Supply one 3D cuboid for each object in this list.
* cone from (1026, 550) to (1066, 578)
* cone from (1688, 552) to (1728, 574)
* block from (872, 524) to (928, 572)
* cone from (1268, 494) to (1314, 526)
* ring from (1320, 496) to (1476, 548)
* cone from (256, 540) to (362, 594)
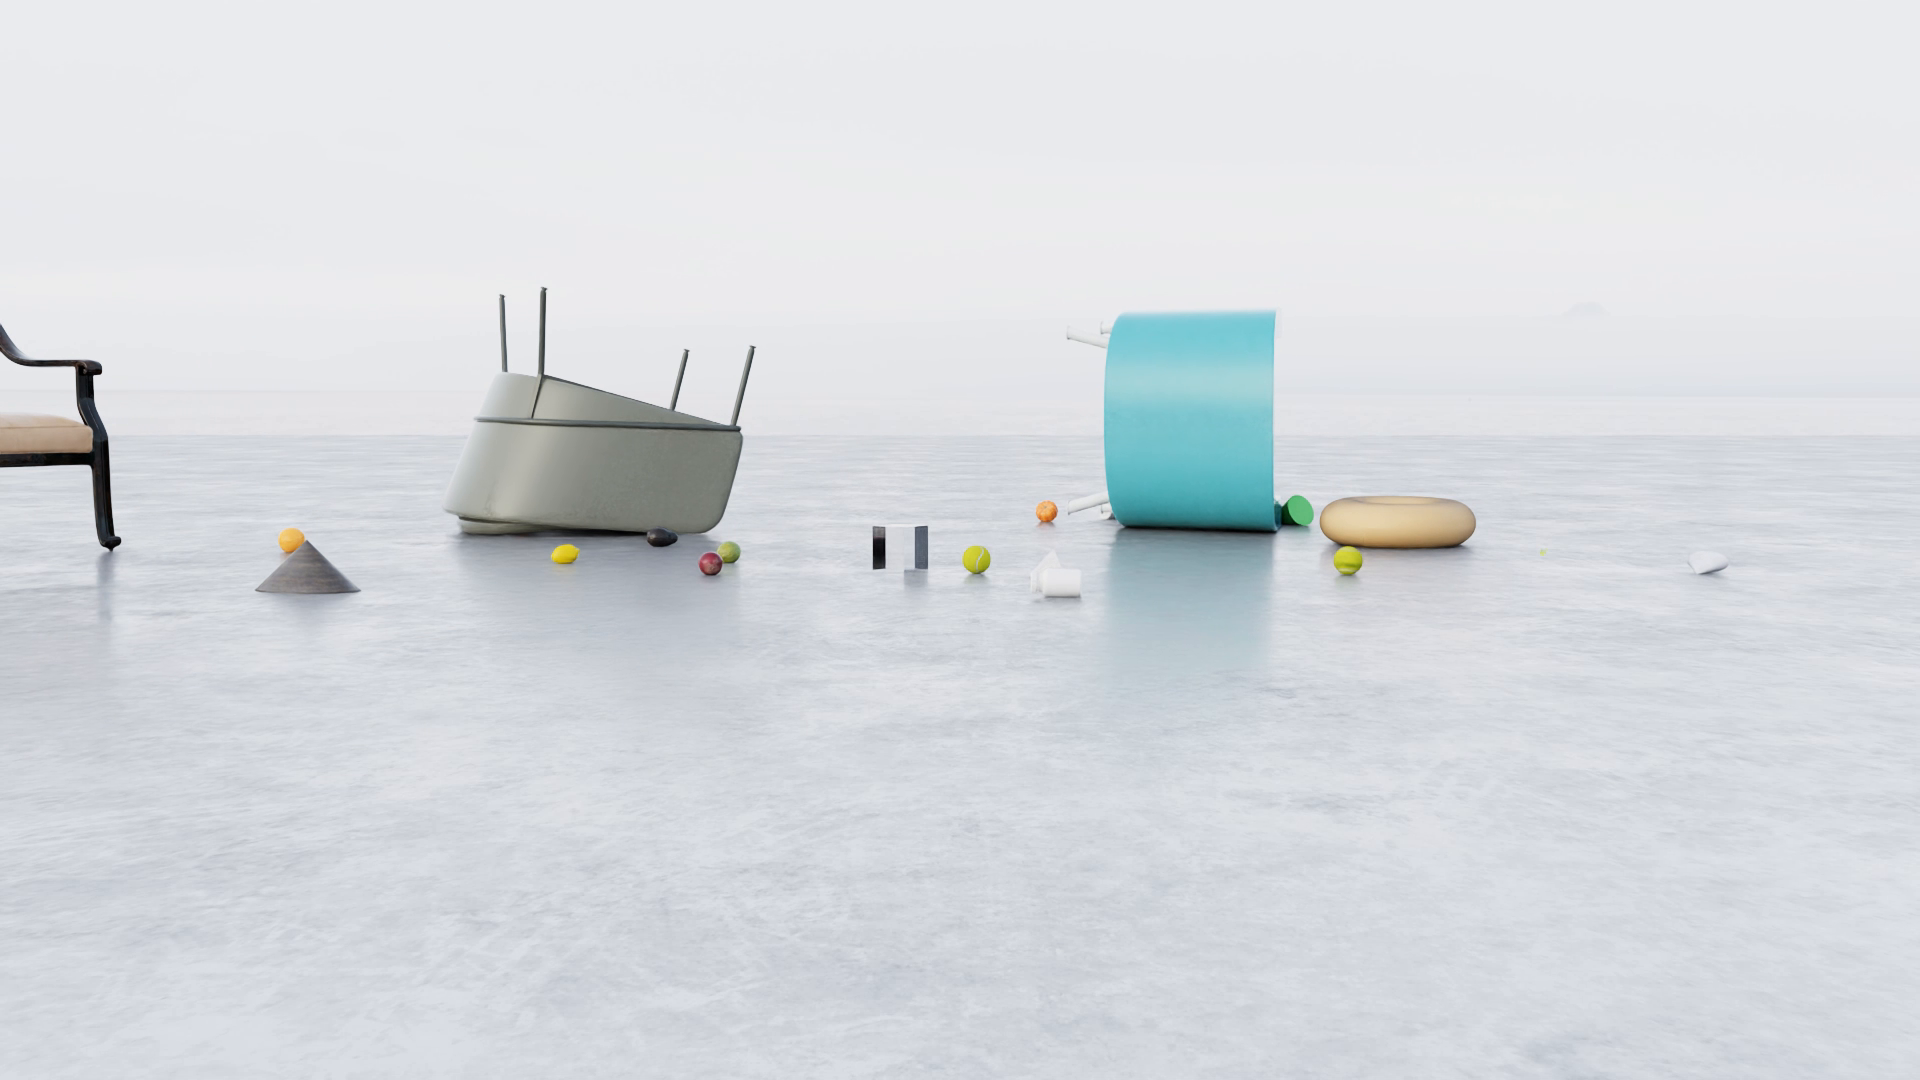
[{"bbox_3d":[0.198,0.073,5.240,0.087,0.072,0.107,-23,12,1],"label":"cone"},{"bbox_3d":[1.808,0.068,5.357,0.107,0.058,0.065,-2,26,44],"label":"cone"},{"bbox_3d":[-0.148,0.019,5.465,0.097,0.110,0.101,3,5,35],"label":"block"},{"bbox_3d":[1.078,-0.079,7.327,0.112,0.098,0.181,38,-29,-18],"label":"cone"},{"bbox_3d":[1.269,-0.053,6.379,0.443,0.129,0.514,3,6,25],"label":"ring"},{"bbox_3d":[-1.455,0.056,4.902,0.258,0.114,0.164,1,4,20],"label":"cone"}]
